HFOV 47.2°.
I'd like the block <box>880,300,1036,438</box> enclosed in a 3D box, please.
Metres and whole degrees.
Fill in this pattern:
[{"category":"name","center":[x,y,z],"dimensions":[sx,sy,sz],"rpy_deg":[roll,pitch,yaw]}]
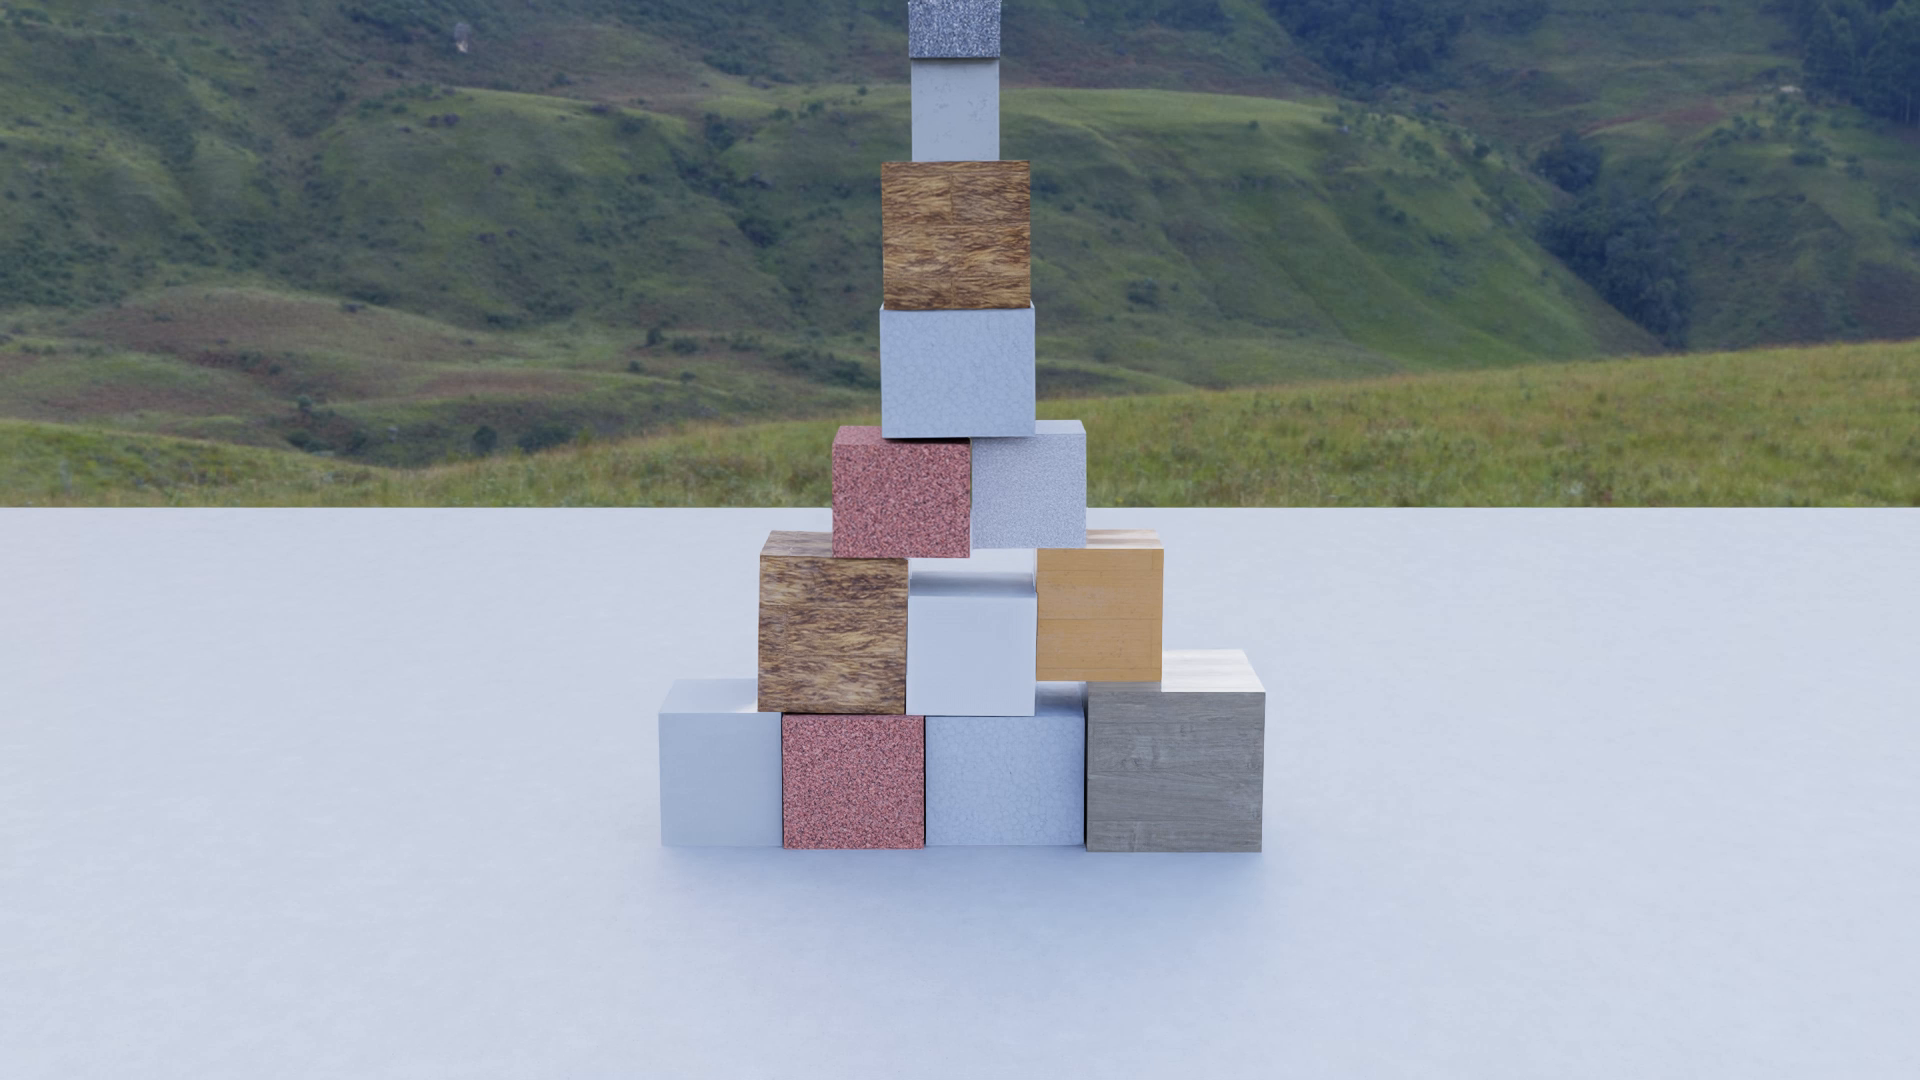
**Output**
[{"category":"block","center":[-0.010,-0.869,11.010],"dimensions":[0.748,0.625,0.663],"rpy_deg":[-1,10,0]}]

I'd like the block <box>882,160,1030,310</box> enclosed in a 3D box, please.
[{"category":"block","center":[-0.018,-1.521,10.885],"dimensions":[0.708,0.702,0.682],"rpy_deg":[-1,10,0]}]

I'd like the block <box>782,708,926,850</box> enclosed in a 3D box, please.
[{"category":"block","center":[-0.533,1.148,11.377],"dimensions":[0.701,0.671,0.822],"rpy_deg":[0,10,0]}]

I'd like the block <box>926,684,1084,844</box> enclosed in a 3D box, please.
[{"category":"block","center":[0.226,1.150,11.396],"dimensions":[0.796,0.661,0.708],"rpy_deg":[0,10,0]}]

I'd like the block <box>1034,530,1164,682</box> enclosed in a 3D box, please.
[{"category":"block","center":[0.698,0.326,11.257],"dimensions":[0.631,0.677,0.555],"rpy_deg":[0,10,0]}]

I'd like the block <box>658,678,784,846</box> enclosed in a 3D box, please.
[{"category":"block","center":[-1.200,1.138,11.379],"dimensions":[0.613,0.689,0.709],"rpy_deg":[0,10,0]}]

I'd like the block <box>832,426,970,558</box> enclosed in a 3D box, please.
[{"category":"block","center":[-0.287,-0.251,11.125],"dimensions":[0.676,0.562,0.704],"rpy_deg":[0,10,0]}]

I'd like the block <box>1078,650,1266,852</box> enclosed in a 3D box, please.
[{"category":"block","center":[1.070,1.072,11.358],"dimensions":[0.872,0.826,0.912],"rpy_deg":[0,10,0]}]

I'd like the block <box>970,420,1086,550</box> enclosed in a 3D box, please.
[{"category":"block","center":[0.340,-0.288,11.140],"dimensions":[0.569,0.574,0.529],"rpy_deg":[-1,10,0]}]

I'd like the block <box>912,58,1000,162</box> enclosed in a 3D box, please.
[{"category":"block","center":[-0.023,-2.114,10.813],"dimensions":[0.422,0.489,0.401],"rpy_deg":[0,10,0]}]

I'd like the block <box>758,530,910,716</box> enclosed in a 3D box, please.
[{"category":"block","center":[-0.634,0.413,11.257],"dimensions":[0.734,0.797,0.691],"rpy_deg":[2,10,0]}]

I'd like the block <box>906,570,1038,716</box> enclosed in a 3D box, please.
[{"category":"block","center":[0.056,0.521,11.279],"dimensions":[0.641,0.606,0.681],"rpy_deg":[1,10,0]}]

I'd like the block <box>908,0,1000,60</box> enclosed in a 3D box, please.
[{"category":"block","center":[-0.026,-2.582,10.706],"dimensions":[0.438,0.470,0.481],"rpy_deg":[0,10,0]}]
